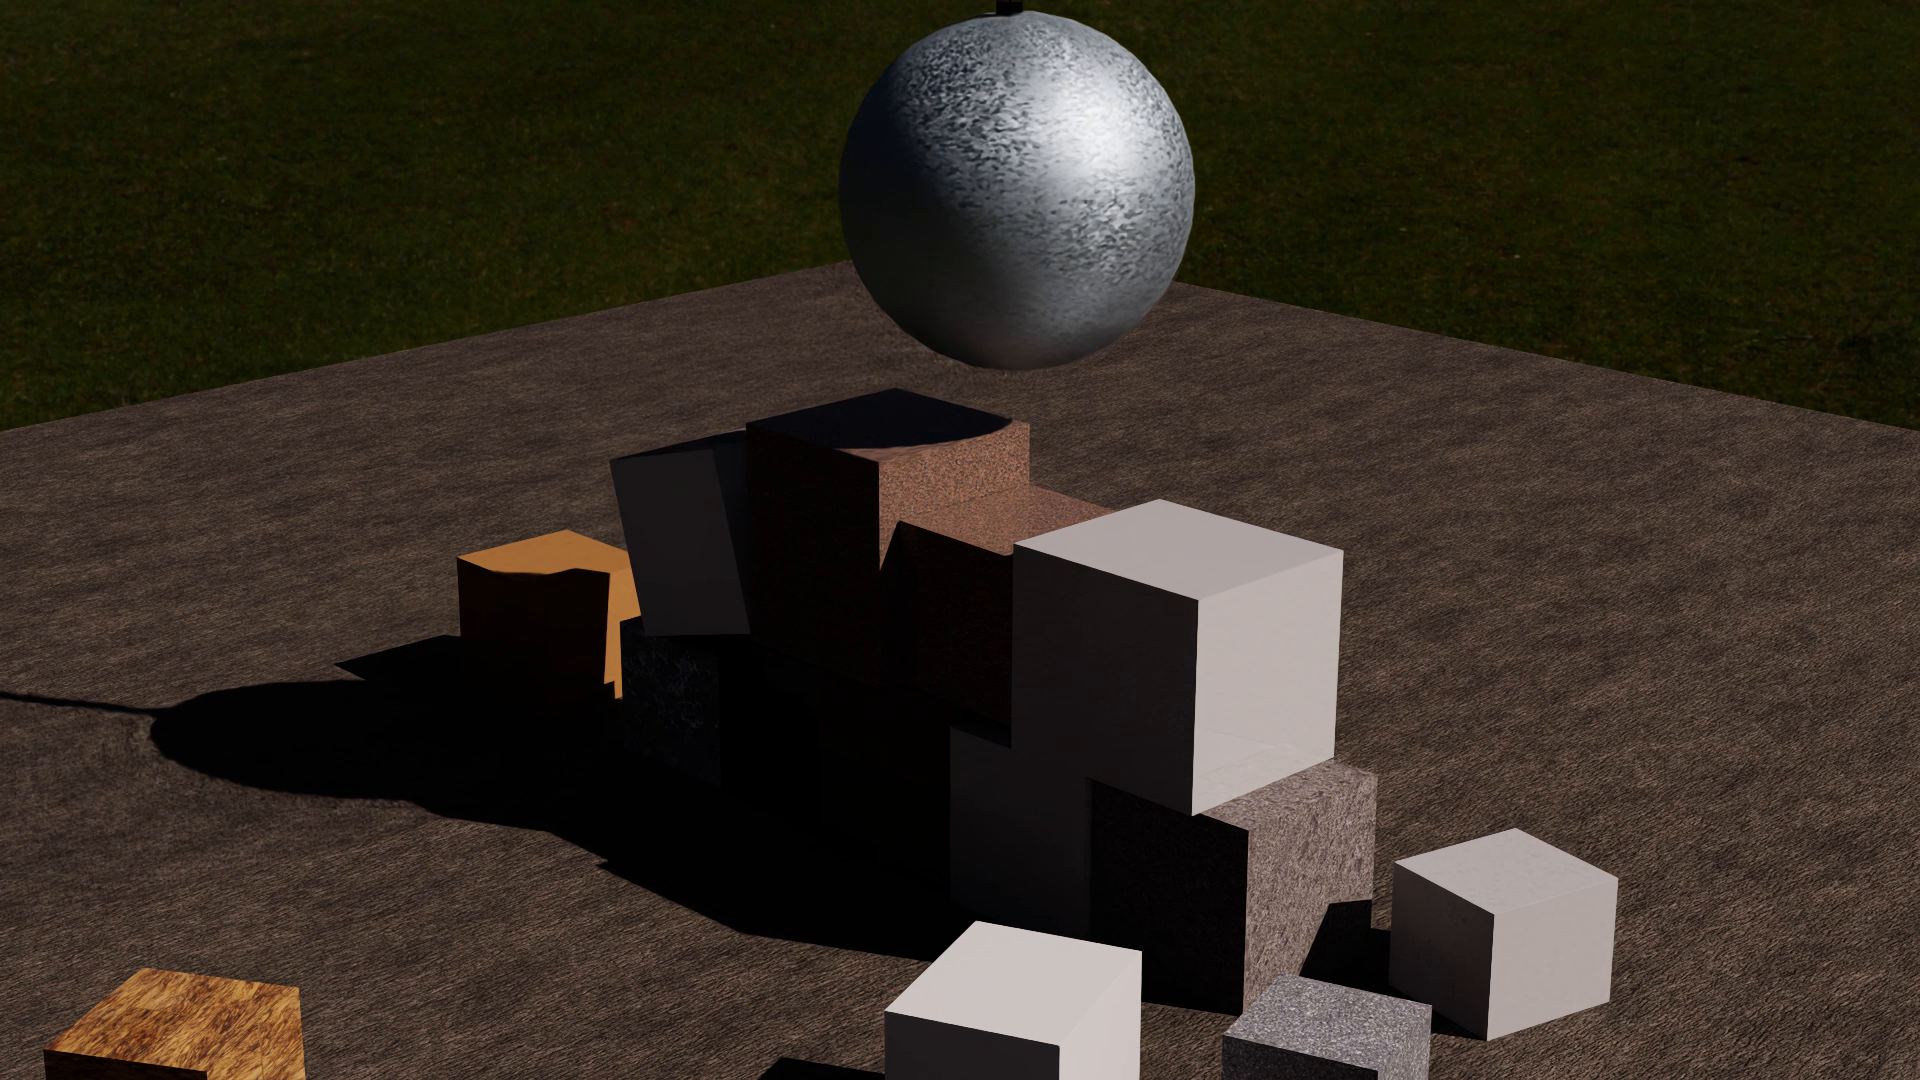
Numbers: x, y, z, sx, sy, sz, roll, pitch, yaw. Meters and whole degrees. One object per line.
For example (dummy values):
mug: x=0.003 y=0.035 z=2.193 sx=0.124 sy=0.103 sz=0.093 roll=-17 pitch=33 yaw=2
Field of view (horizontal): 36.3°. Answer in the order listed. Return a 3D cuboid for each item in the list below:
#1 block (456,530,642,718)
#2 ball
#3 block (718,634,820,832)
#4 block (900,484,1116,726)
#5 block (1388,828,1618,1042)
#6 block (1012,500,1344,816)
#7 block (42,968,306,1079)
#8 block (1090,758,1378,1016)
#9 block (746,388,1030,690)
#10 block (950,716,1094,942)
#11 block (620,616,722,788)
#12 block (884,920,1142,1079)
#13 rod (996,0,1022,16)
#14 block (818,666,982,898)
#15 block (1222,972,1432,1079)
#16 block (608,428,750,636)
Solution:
block: x=-2.165 y=0.439 z=15.770 sx=0.722 sy=0.706 sz=0.784 roll=-16 pitch=23 yaw=-41
ball: x=0.252 y=-1.556 z=13.117 sx=1.600 sy=1.600 sz=1.600 roll=0 pitch=17 yaw=0
block: x=-0.635 y=0.851 z=14.250 sx=0.714 sy=0.831 sz=0.808 roll=-17 pitch=24 yaw=-42
block: x=0.278 y=0.278 z=13.093 sx=0.816 sy=0.766 sz=0.731 roll=-16 pitch=24 yaw=-41
block: x=2.257 y=1.632 z=12.218 sx=0.673 sy=0.560 sz=0.617 roll=-11 pitch=20 yaw=-30
block: x=0.916 y=0.473 z=12.498 sx=0.929 sy=0.933 sz=1.031 roll=-17 pitch=24 yaw=-42
block: x=-2.843 y=2.049 z=10.701 sx=0.643 sy=0.675 sz=0.679 roll=5 pitch=18 yaw=15
block: x=1.167 y=1.390 z=12.536 sx=0.853 sy=0.831 sz=0.850 roll=-17 pitch=24 yaw=-42
block: x=-0.332 y=-0.030 z=13.584 sx=0.929 sy=1.058 sz=0.909 roll=-16 pitch=23 yaw=-41
block: x=0.574 y=1.210 z=13.100 sx=0.934 sy=0.835 sz=0.811 roll=-17 pitch=24 yaw=-42
block: x=-1.185 y=0.745 z=14.839 sx=0.705 sy=0.680 sz=0.792 roll=-17 pitch=24 yaw=-42
block: x=0.206 y=1.963 z=10.896 sx=0.679 sy=0.720 sz=0.833 roll=7 pitch=19 yaw=22
rod: x=0.109 y=-4.751 z=11.963 sx=0.080 sy=5.200 sz=0.080 roll=17 pitch=27 yaw=42
block: x=-0.024 y=0.982 z=13.673 sx=0.916 sy=0.927 sz=0.874 roll=-17 pitch=24 yaw=-42
block: x=1.363 y=2.040 z=10.933 sx=0.601 sy=0.553 sz=0.584 roll=9 pitch=20 yaw=26
block: x=-1.056 y=-0.062 z=14.410 sx=0.811 sy=0.892 sz=0.908 roll=-16 pitch=8 yaw=-38
